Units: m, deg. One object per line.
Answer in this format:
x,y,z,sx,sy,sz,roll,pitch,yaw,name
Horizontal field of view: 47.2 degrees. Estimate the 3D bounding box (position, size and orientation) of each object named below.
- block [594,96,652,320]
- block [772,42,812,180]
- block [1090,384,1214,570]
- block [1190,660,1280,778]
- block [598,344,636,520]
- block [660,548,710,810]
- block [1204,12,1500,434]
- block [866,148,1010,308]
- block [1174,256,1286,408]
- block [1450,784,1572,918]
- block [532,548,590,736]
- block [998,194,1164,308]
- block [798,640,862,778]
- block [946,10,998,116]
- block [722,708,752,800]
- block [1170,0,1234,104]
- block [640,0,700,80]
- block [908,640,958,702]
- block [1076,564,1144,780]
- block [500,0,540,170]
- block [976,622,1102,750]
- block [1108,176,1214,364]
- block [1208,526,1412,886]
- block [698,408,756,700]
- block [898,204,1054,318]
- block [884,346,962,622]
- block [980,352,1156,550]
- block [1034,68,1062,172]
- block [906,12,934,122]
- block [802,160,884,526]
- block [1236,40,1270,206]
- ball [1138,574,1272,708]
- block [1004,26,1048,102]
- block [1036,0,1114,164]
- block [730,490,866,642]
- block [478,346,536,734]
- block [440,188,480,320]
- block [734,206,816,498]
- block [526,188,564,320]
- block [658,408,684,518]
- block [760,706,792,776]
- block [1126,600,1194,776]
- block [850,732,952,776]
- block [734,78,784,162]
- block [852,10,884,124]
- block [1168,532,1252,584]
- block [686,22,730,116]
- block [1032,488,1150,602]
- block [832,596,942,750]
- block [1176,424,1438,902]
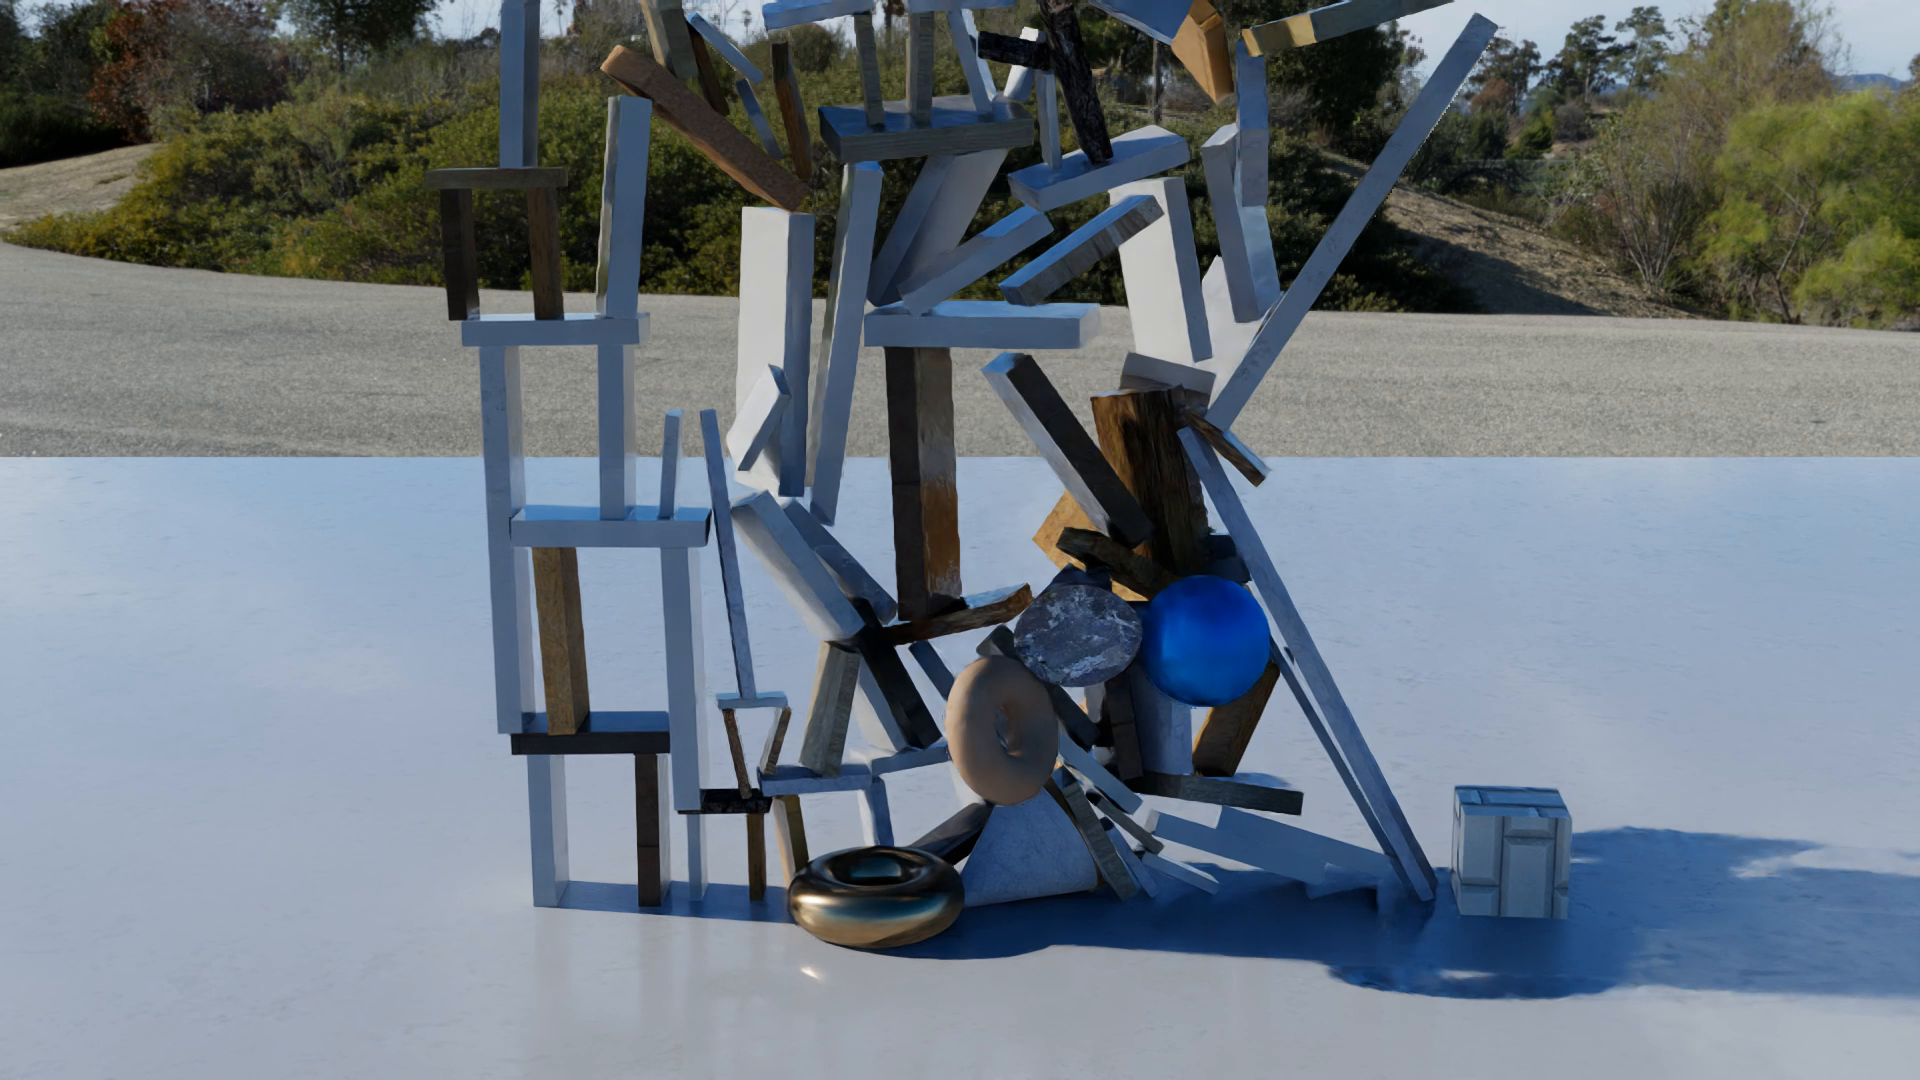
-0.532,-0.525,3.466,0.048,0.338,0.169,3,9,-16,block
-0.264,-0.677,3.479,0.024,0.084,0.221,-7,-33,3,block
0.327,-0.103,3.735,0.155,0.311,0.044,-4,14,35,block
0.471,0.309,3.803,0.031,0.216,0.108,37,-22,-23,block
-0.550,-0.181,3.527,0.039,0.276,0.138,1,10,-1,block
-0.448,0.211,3.597,0.043,0.431,0.153,-2,10,0,block
0.622,-0.504,3.527,0.043,0.753,0.152,34,15,3,block
-0.042,-0.527,3.614,0.044,0.309,0.154,44,36,18,block
0.466,-0.351,4.063,0.155,0.311,0.044,35,11,33,block
0.906,0.512,3.628,0.169,0.169,0.169,1,11,7,block
-0.649,0.149,3.584,0.043,0.306,0.153,-3,10,0,block
0.193,-0.467,3.540,0.264,0.037,0.132,-35,15,-7,block
-0.215,0.279,3.632,0.028,0.208,0.099,8,5,-29,block
0.019,-0.756,3.426,0.024,0.168,0.084,-13,27,13,block
-0.368,0.348,3.623,0.016,0.149,0.057,-13,12,-9,block
0.377,-0.805,3.508,0.036,0.126,0.253,-36,-18,1,block
-0.468,-0.845,3.418,0.036,0.252,0.126,-18,19,-15,block
0.015,0.296,3.775,0.035,0.280,0.124,-37,-17,1,block
0.238,0.218,3.665,0.039,0.351,0.139,-10,1,-12,block
-0.682,-0.784,3.410,0.036,0.406,0.126,3,12,-1,block
0.131,0.254,3.709,0.035,0.247,0.124,-41,-4,-16,block
0.342,-0.460,3.758,0.044,0.311,0.155,-18,14,-30,block
0.594,0.279,3.764,0.017,0.692,0.061,-32,-14,13,block
-0.379,0.022,3.587,0.023,0.472,0.081,-9,7,-9,block
0.023,-0.455,3.556,0.264,0.037,0.132,-32,16,4,block
-0.060,-0.111,3.710,0.050,0.464,0.178,2,14,19,block
0.177,-0.149,3.610,0.050,0.356,0.178,-38,13,-6,block
0.139,-0.668,3.464,0.016,0.164,0.056,-15,37,-10,block
-0.062,-0.743,3.404,0.024,0.168,0.084,-4,29,-12,block
-0.198,-0.331,3.641,0.044,0.598,0.154,5,19,-11,block
0.472,-0.669,3.549,0.043,0.152,0.304,-3,-14,7,block
0.380,0.157,3.416,0.205,0.205,0.205,0,11,0,ball
0.103,-0.752,3.477,0.016,0.112,0.056,10,14,-28,block
0.179,-0.731,3.452,0.036,0.254,0.126,-20,31,-1,block
-0.275,0.045,3.623,0.039,0.276,0.138,-41,13,-23,block
-0.731,-0.007,3.560,0.039,0.626,0.138,-1,11,-2,block
-0.791,-0.453,3.480,0.029,0.203,0.102,-2,10,-1,block
-0.312,-0.316,3.680,0.048,0.468,0.169,-4,14,-32,block
-0.656,-0.456,3.481,0.029,0.203,0.102,-2,10,0,block
-0.463,-0.124,3.531,0.023,0.163,0.081,4,10,-3,block
-0.305,0.328,3.628,0.016,0.113,0.057,16,4,-14,block
0.324,0.244,3.656,0.039,0.277,0.139,-4,3,-31,block
-0.080,0.365,3.782,0.197,0.028,0.099,-8,9,-24,block
-0.319,-0.669,3.511,0.020,0.070,0.140,-25,-24,2,block
-0.141,-0.733,3.386,0.024,0.167,0.084,-9,25,-4,block
0.419,0.031,3.777,0.167,0.084,0.024,0,12,43,block
-0.404,-0.741,3.467,0.020,0.140,0.070,-27,38,-9,block
0.302,0.069,3.997,0.044,0.155,0.380,-8,49,-51,block
-0.140,0.223,3.734,0.039,0.276,0.138,-35,18,-24,block
0.579,0.198,3.646,0.024,0.876,0.084,-27,2,19,block
